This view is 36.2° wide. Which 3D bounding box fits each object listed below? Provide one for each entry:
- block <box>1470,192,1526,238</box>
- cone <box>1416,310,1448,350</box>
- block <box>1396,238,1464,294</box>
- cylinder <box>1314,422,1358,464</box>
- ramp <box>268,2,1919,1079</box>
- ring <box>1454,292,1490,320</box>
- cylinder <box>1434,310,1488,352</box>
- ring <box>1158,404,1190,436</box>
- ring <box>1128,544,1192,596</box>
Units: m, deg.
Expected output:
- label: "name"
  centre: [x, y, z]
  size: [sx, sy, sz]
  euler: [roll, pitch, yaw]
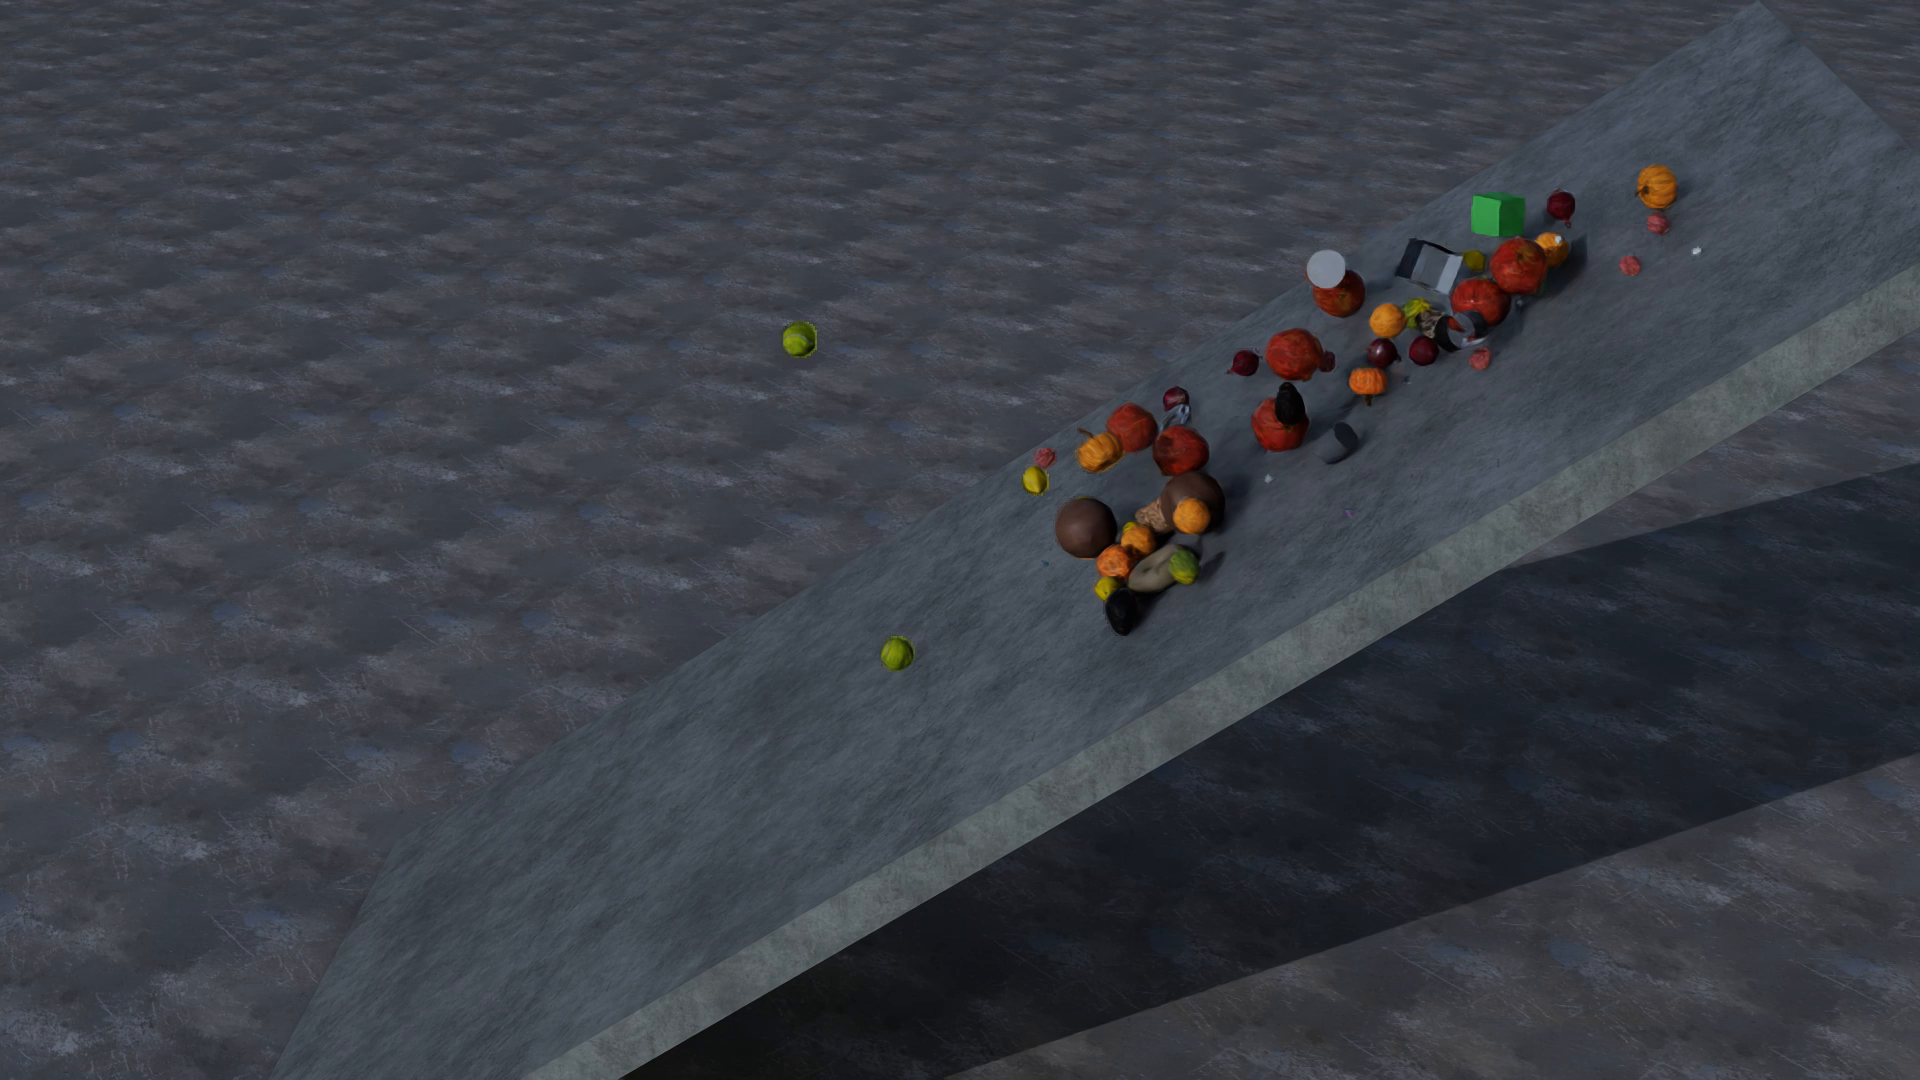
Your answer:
- label: "block"
  centre: [1.123, -0.680, 6.142]
  size: [0.077, 0.077, 0.077]
  euler: [-12, 21, -36]
- label: "cone"
  centre: [0.969, -0.419, 6.041]
  size: [0.074, 0.074, 0.074]
  euler: [4, 60, 11]
- label: "block"
  centre: [0.983, -0.573, 6.158]
  size: [0.085, 0.085, 0.085]
  euler: [20, 3, -27]
- label: "cylinder"
  centre: [0.737, -0.190, 5.769]
  size: [0.061, 0.061, 0.061]
  euler: [23, 47, -27]
- label: "ramp"
  centre: [0.138, 0.172, 6.300]
  size: [4.000, 0.100, 2.000]
  euler: [-32, 16, 14]
- label: "ring"
  centre: [1.041, -0.467, 5.972]
  size: [0.078, 0.078, 0.026]
  euler: [16, -10, 37]
- label: "cylinder"
  centre: [0.968, -0.404, 5.680]
  size: [0.071, 0.071, 0.071]
  euler: [-17, 26, -38]
- label: "ring"
  centre: [0.449, -0.252, 6.178]
  size: [0.027, 0.082, 0.082]
  euler: [43, 14, -14]
- label: "ring"
  centre: [0.395, 0.059, 5.804]
  size: [0.143, 0.048, 0.143]
  euler: [-33, 13, 9]
